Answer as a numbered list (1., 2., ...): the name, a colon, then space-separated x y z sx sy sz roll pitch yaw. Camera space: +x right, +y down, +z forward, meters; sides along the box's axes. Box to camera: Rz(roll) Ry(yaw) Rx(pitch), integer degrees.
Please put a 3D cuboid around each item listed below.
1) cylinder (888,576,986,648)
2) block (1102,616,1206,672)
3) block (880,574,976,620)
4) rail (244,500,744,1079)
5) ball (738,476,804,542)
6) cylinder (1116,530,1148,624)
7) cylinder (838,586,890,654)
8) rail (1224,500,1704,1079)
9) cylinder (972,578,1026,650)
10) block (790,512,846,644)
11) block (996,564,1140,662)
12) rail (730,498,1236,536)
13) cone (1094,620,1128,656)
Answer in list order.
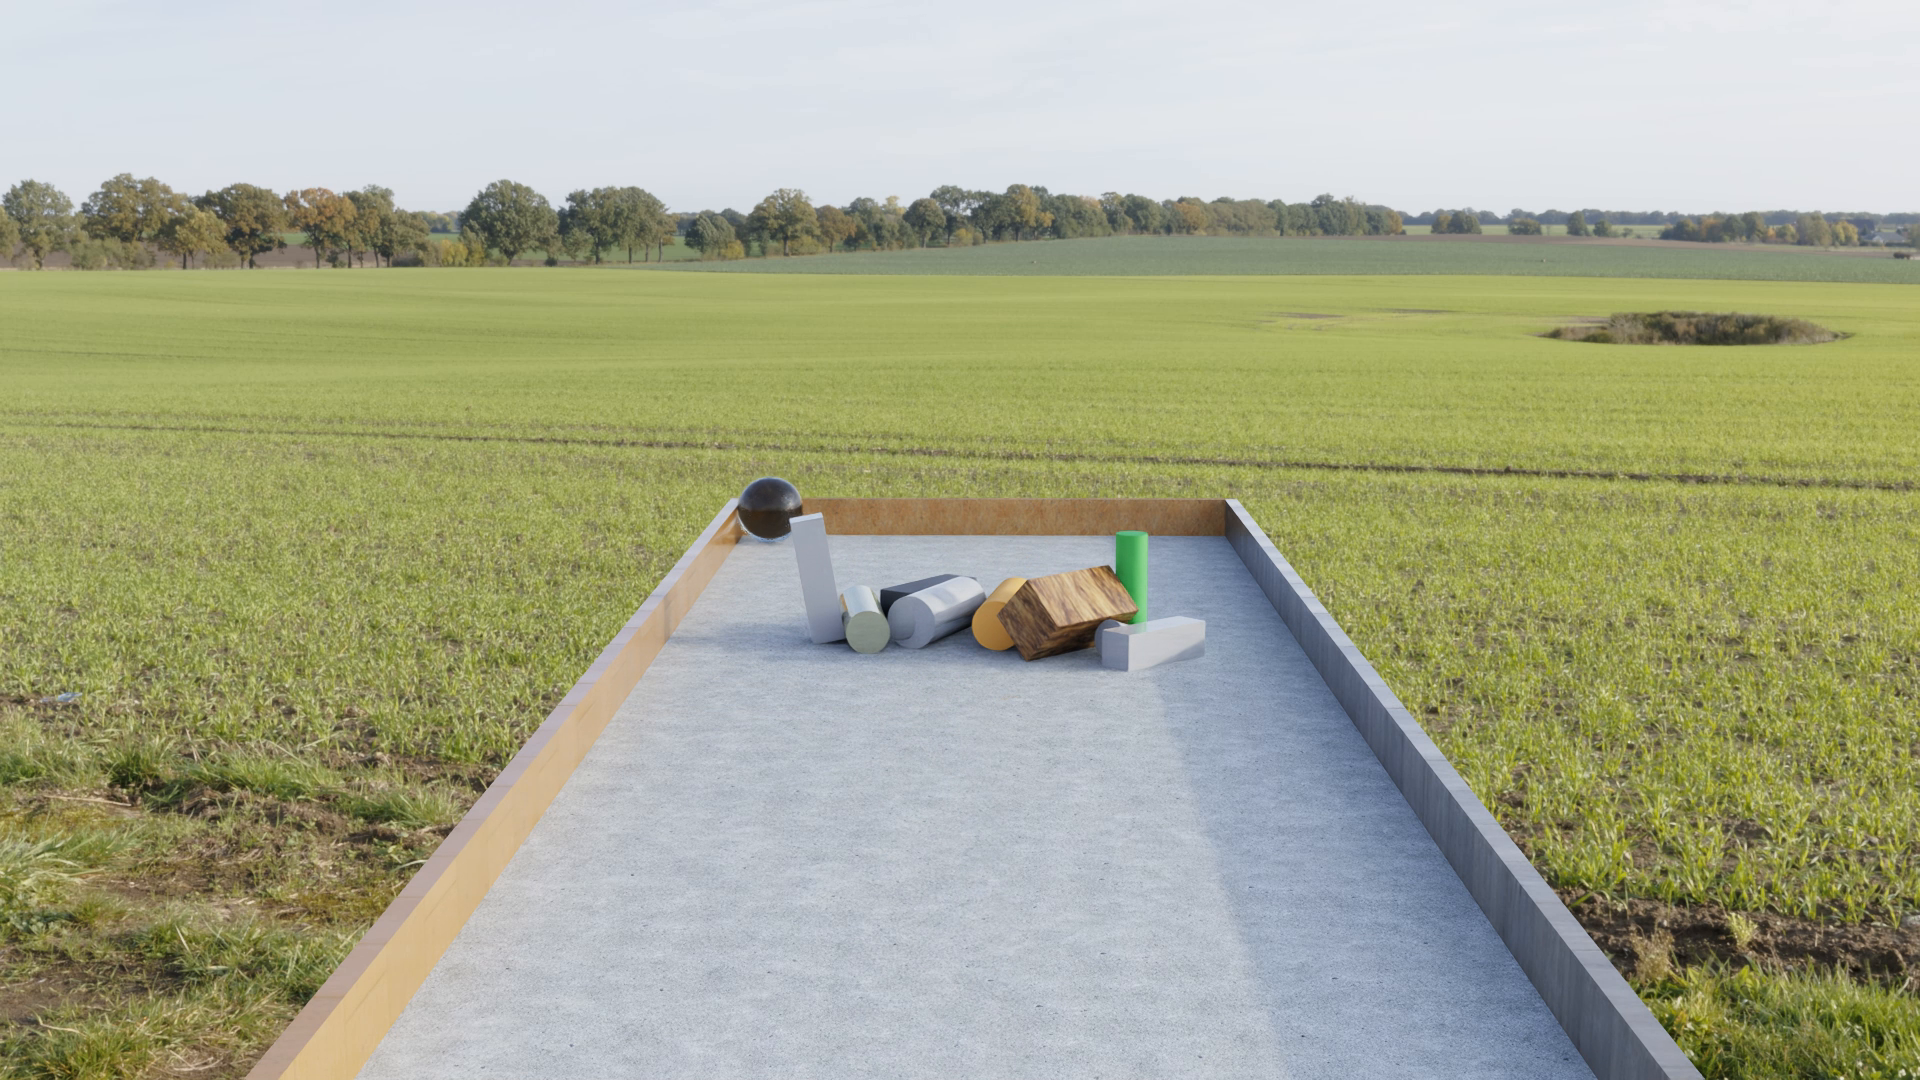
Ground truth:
1. cylinder: -0.070 0.229 7.026 0.167 0.167 0.389 4 10 25
2. block: 0.589 0.314 6.675 0.334 0.111 0.111 -8 12 -41
3. block: -0.102 0.207 7.298 0.128 0.128 0.365 6 11 35
4. rail: -1.004 0.839 3.234 0.050 0.150 12.000 0 9 1
5. ball: -0.769 -0.124 8.934 0.270 0.270 0.270 0 9 0
6. cylinder: 0.539 0.153 6.919 0.101 0.352 0.101 0 9 0
7. cylinder: -0.308 0.250 7.000 0.136 0.136 0.451 -1 9 -6
8. rail: 1.046 0.843 3.208 0.050 0.150 12.000 0 9 1
9. cylinder: 0.151 0.233 7.038 0.157 0.157 0.436 2 9 10
10. block: -0.451 0.122 6.946 0.104 0.394 0.104 -11 10 -5
11. block: 0.335 0.224 6.785 0.379 0.180 0.180 -9 -32 -45
12. rail: 0.099 -0.098 9.147 2.100 0.150 0.050 0 9 1
13. cone: 0.585 0.313 6.841 0.365 0.122 0.122 4 3 -45
